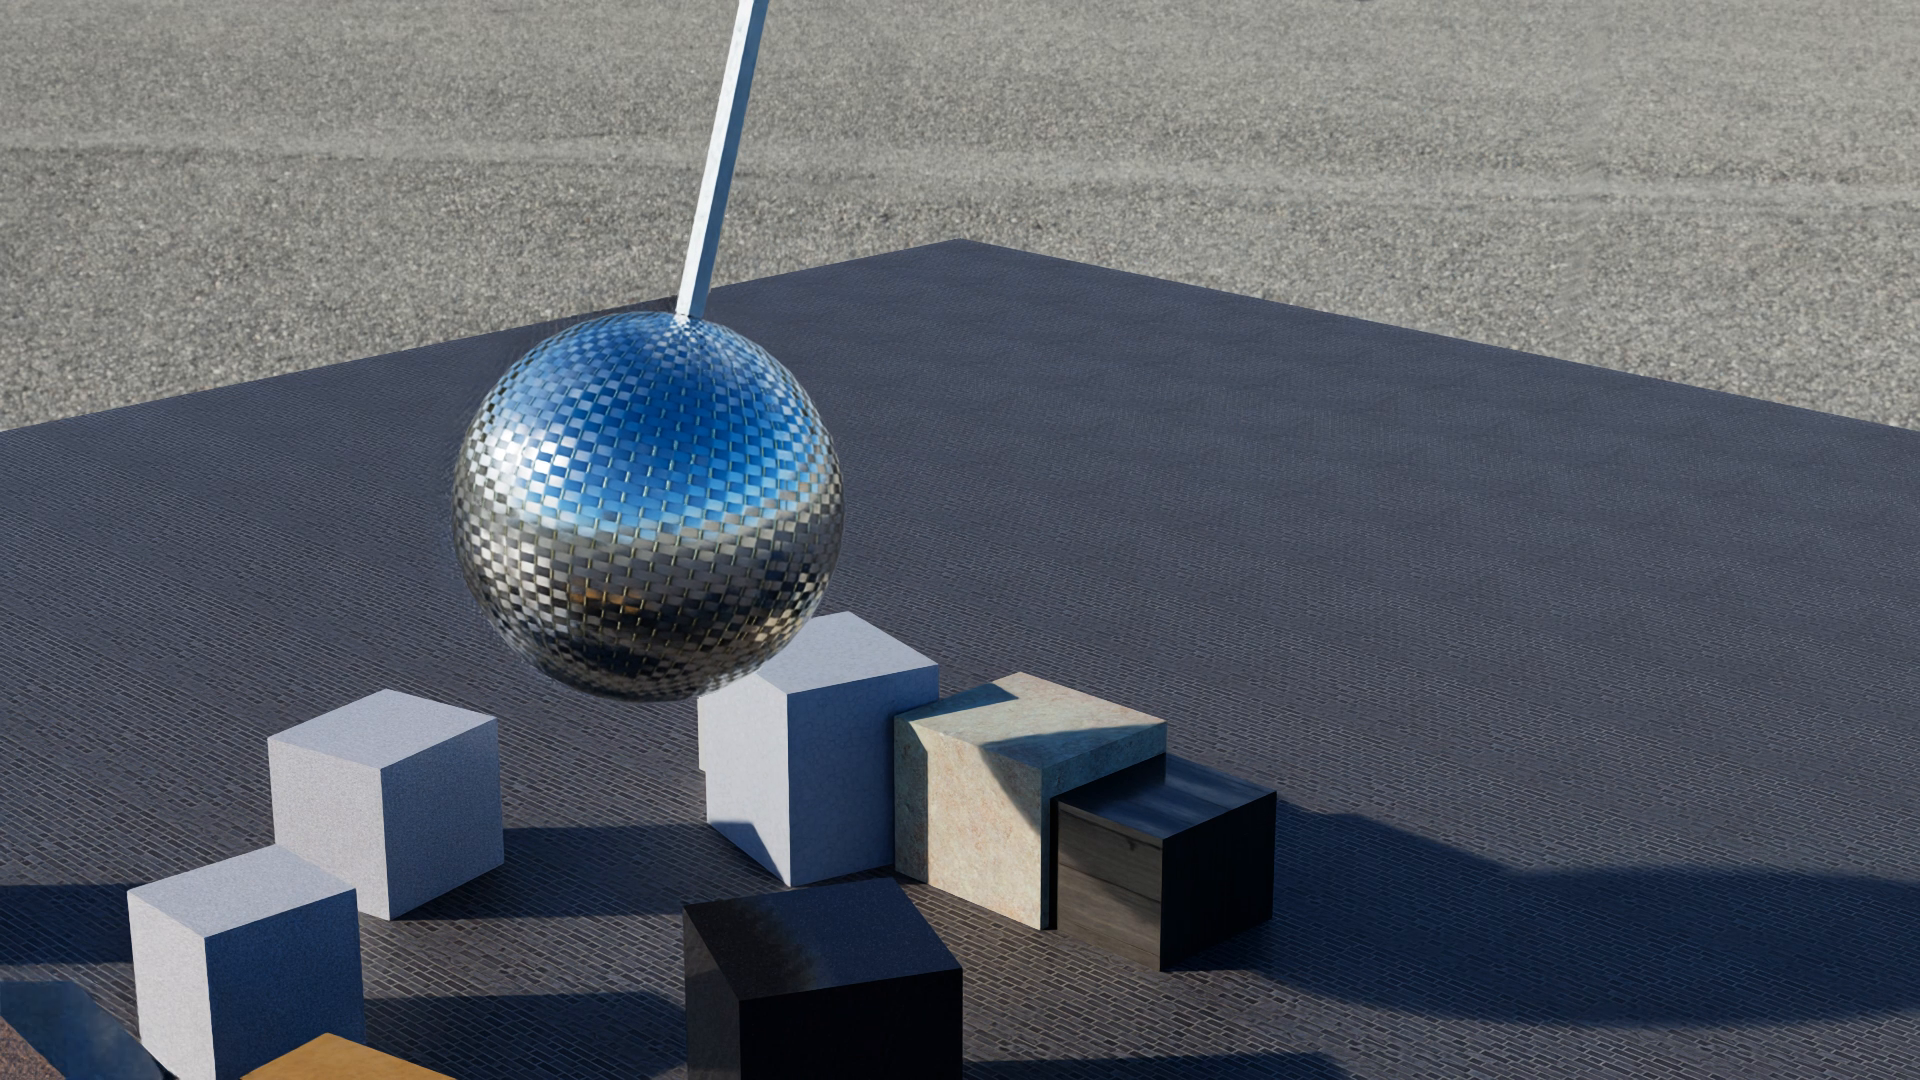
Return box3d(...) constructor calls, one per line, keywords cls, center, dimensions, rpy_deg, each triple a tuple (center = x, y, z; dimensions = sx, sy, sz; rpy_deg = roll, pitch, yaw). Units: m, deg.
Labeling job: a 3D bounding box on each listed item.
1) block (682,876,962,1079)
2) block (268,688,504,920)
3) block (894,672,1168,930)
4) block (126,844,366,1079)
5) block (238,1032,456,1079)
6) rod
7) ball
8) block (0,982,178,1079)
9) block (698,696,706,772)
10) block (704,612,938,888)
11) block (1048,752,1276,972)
box3d(cls="block", center=(-0.525, 1.864, 11.060), dimensions=(0.840, 0.812, 0.855), rpy_deg=(-6, 18, -18))
box3d(cls="block", center=(-2.605, 1.191, 13.353), dimensions=(0.690, 0.721, 0.754), rpy_deg=(11, 21, 32))
box3d(cls="block", center=(0.318, 1.168, 13.360), dimensions=(0.916, 0.760, 0.826), rpy_deg=(17, 24, 42))
box3d(cls="block", center=(-2.839, 1.718, 11.696), dimensions=(0.672, 0.709, 0.601), rpy_deg=(-16, 23, -41))
box3d(cls="block", center=(-2.177, 2.223, 10.184), dimensions=(0.697, 0.651, 0.680), rpy_deg=(12, 21, 32))
box3d(cls="rod", center=(-0.550, -3.445, 11.683), dimensions=(0.080, 5.200, 0.080), rpy_deg=(17, 7, 42))
box3d(cls="ball", center=(-1.269, -0.135, 11.969), dimensions=(1.600, 1.600, 1.600), rpy_deg=(0, 17, 0))
box3d(cls="block", center=(-3.235, 1.981, 10.262), dimensions=(0.654, 0.583, 0.618), rpy_deg=(36, 5, 20))
box3d(cls="block", center=(-0.874, 0.840, 14.546), dimensions=(0.587, 0.676, 0.643), rpy_deg=(-15, 23, -39))
box3d(cls="block", center=(-0.654, 0.961, 13.727), dimensions=(0.780, 0.936, 0.871), rpy_deg=(-10, 20, -29))
box3d(cls="block", center=(0.889, 1.400, 12.873), dimensions=(0.646, 0.610, 0.759), rpy_deg=(17, 24, 42))
